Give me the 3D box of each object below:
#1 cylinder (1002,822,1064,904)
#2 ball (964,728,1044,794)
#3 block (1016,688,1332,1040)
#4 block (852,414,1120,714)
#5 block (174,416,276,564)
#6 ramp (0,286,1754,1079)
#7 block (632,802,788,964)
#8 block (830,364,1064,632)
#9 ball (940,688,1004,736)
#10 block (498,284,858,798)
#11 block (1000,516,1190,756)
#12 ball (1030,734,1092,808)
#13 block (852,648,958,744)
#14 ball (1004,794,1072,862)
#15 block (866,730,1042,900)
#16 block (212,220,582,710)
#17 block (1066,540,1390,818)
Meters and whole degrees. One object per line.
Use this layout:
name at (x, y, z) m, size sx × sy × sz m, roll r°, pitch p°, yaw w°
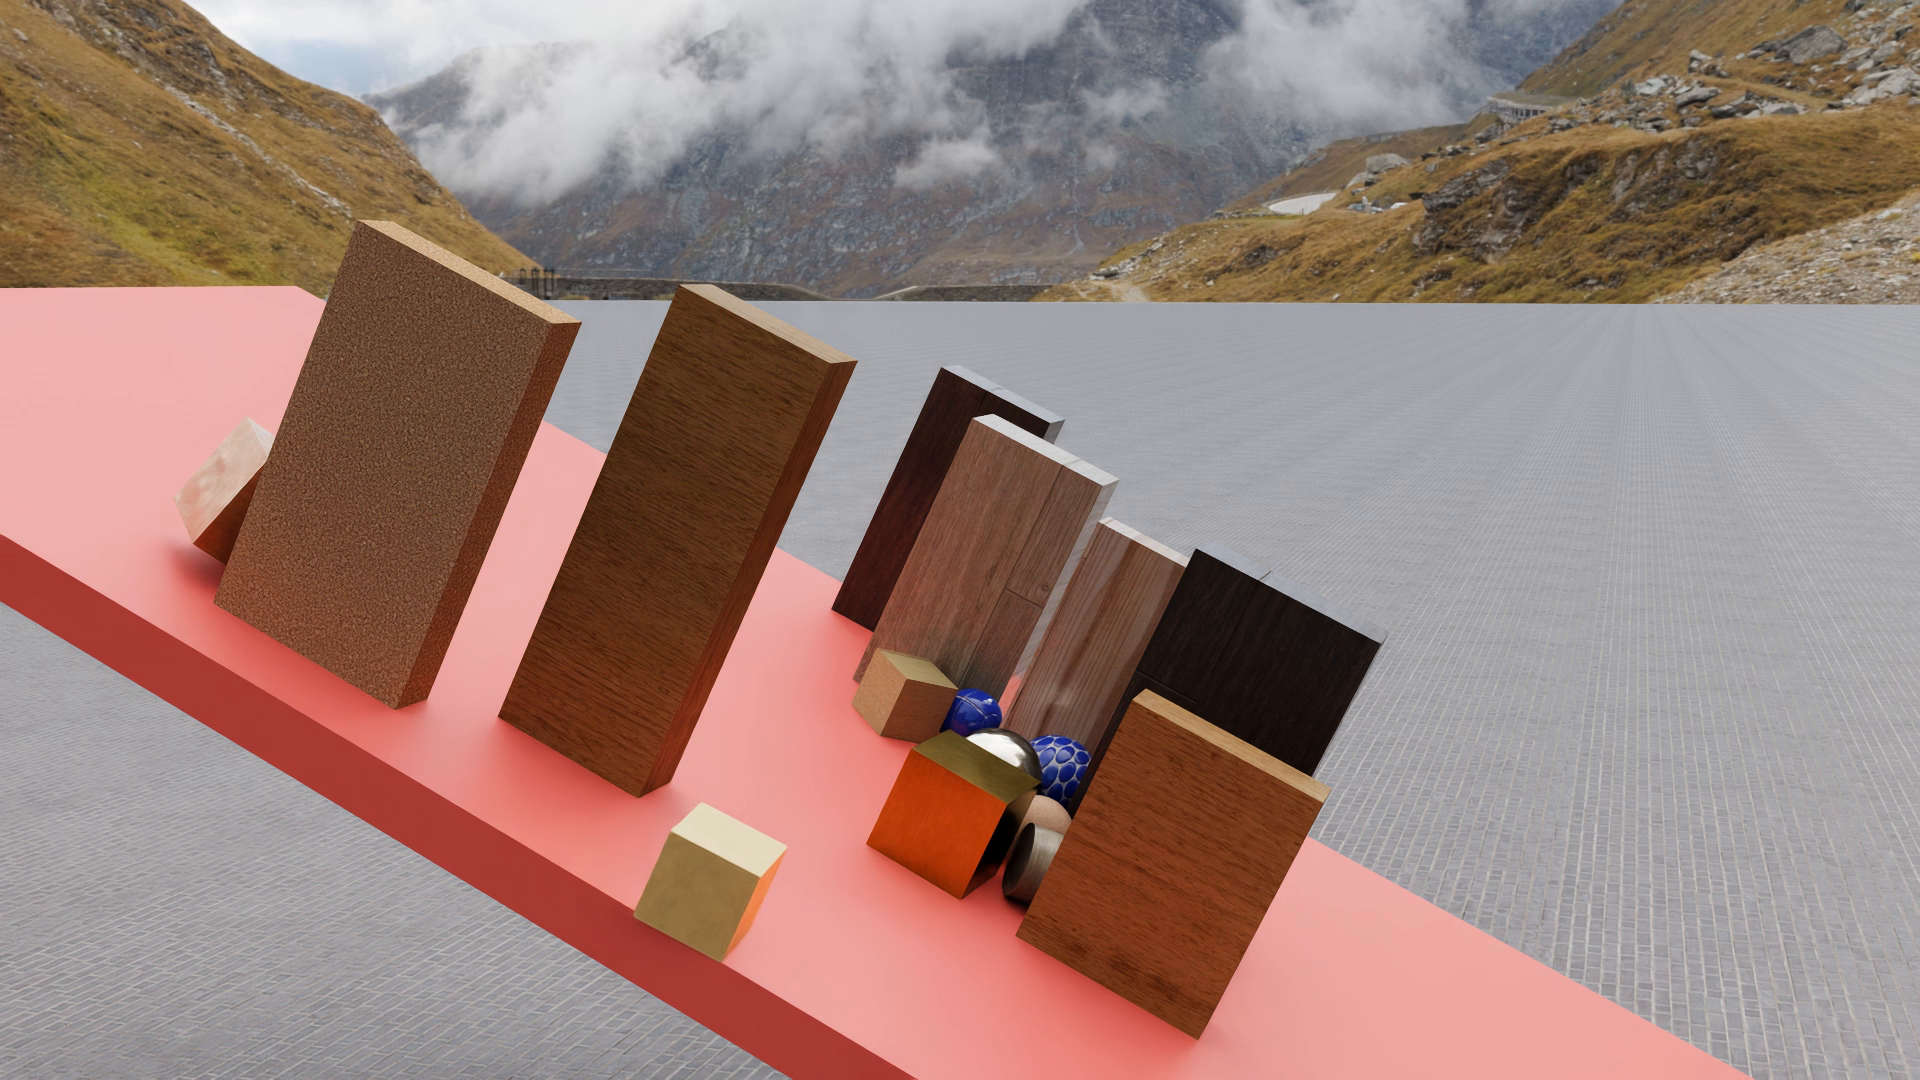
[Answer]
cylinder at (0.164, 0.583, 3.856) m, size 0.135 × 0.135 × 0.135 m, roll 23°, pitch 3°, yaw -10°
ball at (0.062, 0.442, 4.099) m, size 0.186 × 0.186 × 0.186 m, roll 0°, pitch 7°, yaw 0°
block at (0.353, 0.538, 3.663) m, size 0.348 × 0.460 × 0.105 m, roll 28°, pitch 14°, yaw 12°
block at (0.052, 0.082, 4.538) m, size 0.300 × 0.607 × 0.148 m, roll 28°, pitch 14°, yaw 12°
block at (-1.167, -0.053, 3.687) m, size 0.185 × 0.185 × 0.185 m, roll 41°, pitch 1°, yaw -38°
ramp at (-0.258, 0.437, 4.167) m, size 4.000 × 0.100 × 2.000 m, roll 28°, pitch 14°, yaw 12°
block at (-0.364, 0.499, 3.218) m, size 0.146 × 0.146 × 0.146 m, roll 26°, pitch 14°, yaw 6°
block at (-0.028, -0.056, 4.920) m, size 0.275 × 0.607 × 0.132 m, roll 28°, pitch 14°, yaw 12°
ball at (0.021, 0.366, 4.429) m, size 0.134 × 0.134 × 0.134 m, roll 0°, pitch 7°, yaw 0°
block at (-0.461, 0.003, 3.556) m, size 0.278 × 0.783 × 0.127 m, roll 28°, pitch 14°, yaw 12°
block at (0.356, 0.310, 4.306) m, size 0.444 × 0.565 × 0.093 m, roll 28°, pitch 14°, yaw 12°
ball at (0.179, 0.465, 4.236) m, size 0.179 × 0.179 × 0.179 m, roll 0°, pitch 7°, yaw 0°
block at (-0.111, 0.314, 4.398) m, size 0.131 × 0.131 × 0.131 m, roll 15°, pitch 17°, yaw -36°
ball at (0.136, 0.532, 3.984) m, size 0.142 × 0.142 × 0.142 m, roll 0°, pitch 7°, yaw 0°
block at (-0.009, 0.475, 3.834) m, size 0.192 × 0.192 × 0.192 m, roll 29°, pitch 14°, yaw 15°
block at (-0.896, -0.118, 3.477) m, size 0.365 × 0.675 × 0.097 m, roll 28°, pitch 14°, yaw 12°
block at (0.460, 0.382, 4.009) m, size 0.364 × 0.662 × 0.138 m, roll 28°, pitch 14°, yaw 12°
